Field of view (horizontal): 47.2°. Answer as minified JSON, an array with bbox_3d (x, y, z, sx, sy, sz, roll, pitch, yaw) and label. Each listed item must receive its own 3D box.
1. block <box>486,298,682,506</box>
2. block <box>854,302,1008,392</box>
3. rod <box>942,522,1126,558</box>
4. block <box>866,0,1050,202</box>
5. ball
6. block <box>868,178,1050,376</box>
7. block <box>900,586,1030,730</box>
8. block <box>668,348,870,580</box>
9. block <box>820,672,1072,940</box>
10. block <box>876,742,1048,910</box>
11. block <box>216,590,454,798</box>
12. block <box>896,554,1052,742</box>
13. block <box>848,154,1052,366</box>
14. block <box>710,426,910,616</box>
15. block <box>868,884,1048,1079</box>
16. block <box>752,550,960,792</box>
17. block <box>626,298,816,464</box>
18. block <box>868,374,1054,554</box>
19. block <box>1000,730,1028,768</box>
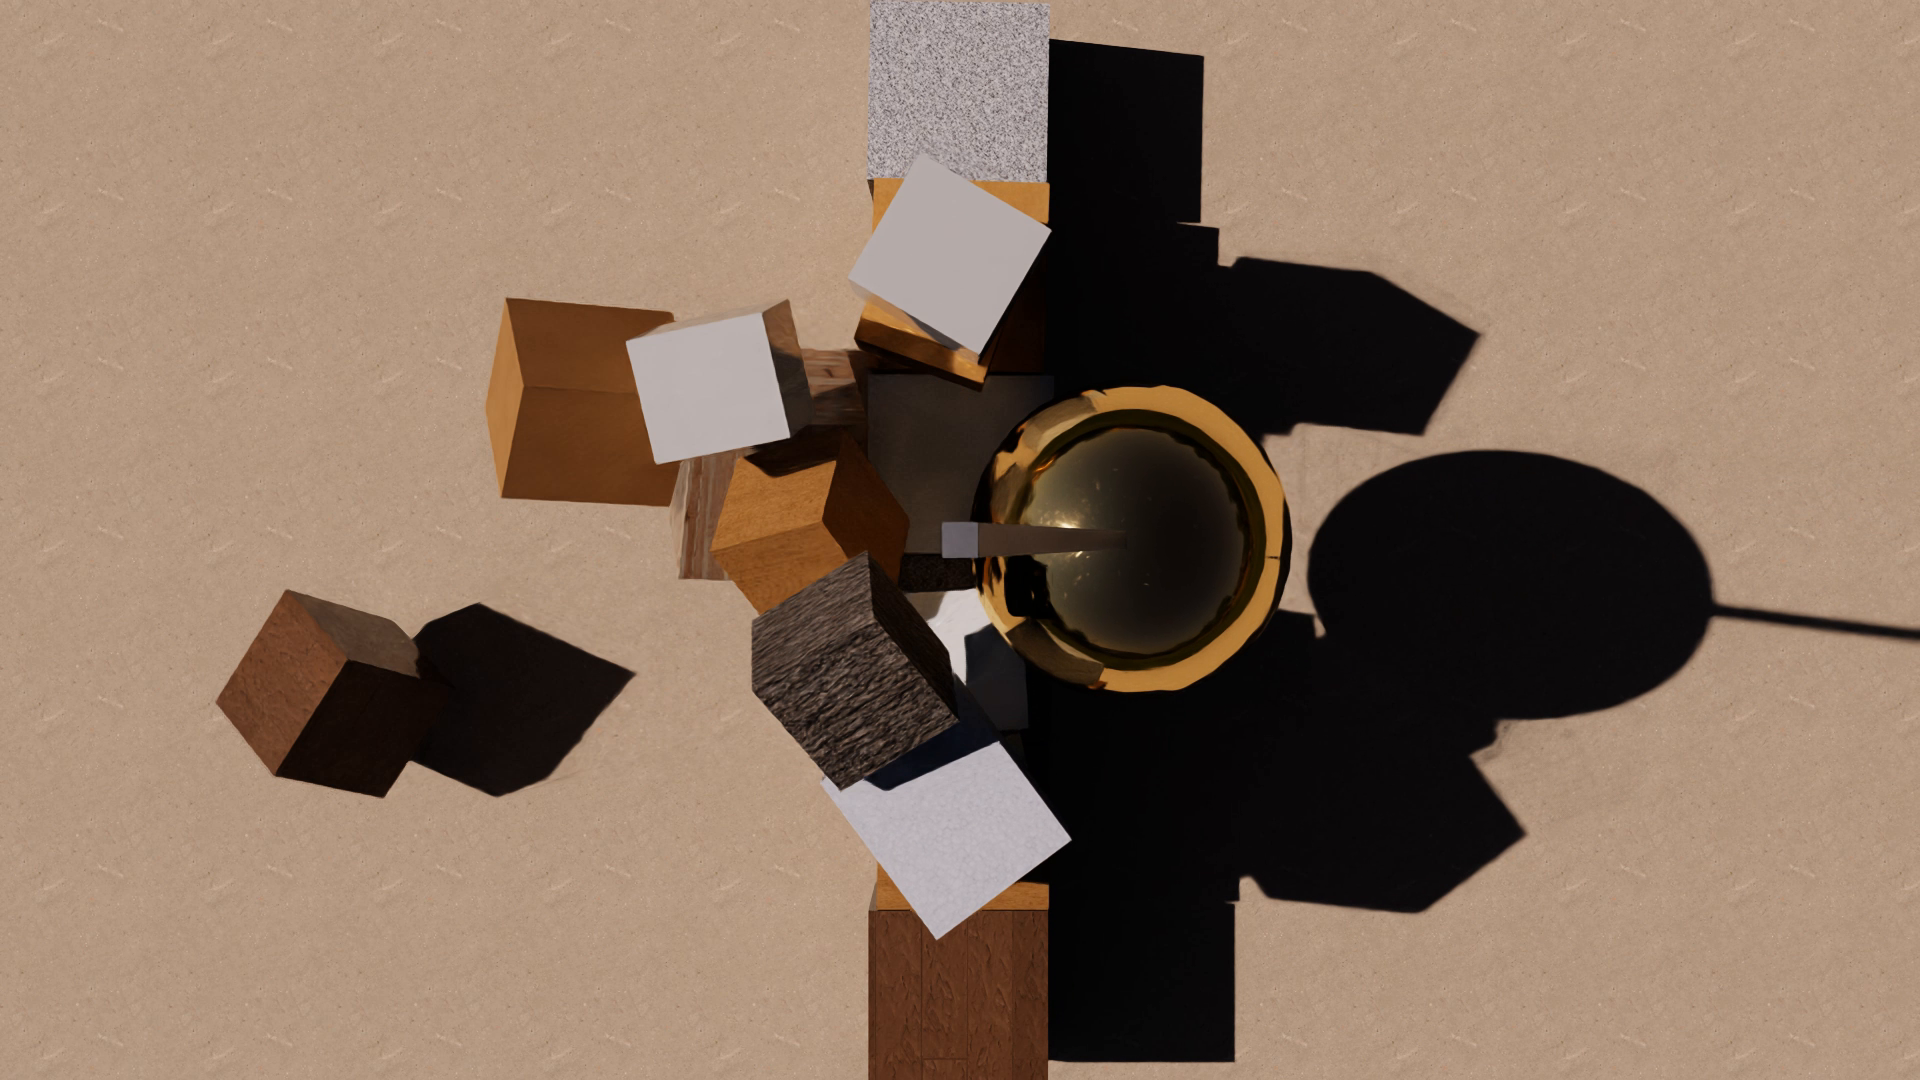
[{"bbox_3d":[-1.991,-0.734,11.784,0.908,0.786,0.735,3,129,-22],"label":"block"},{"bbox_3d":[-0.079,-1.317,11.730,0.708,0.702,0.826,20,90,0],"label":"block"},{"bbox_3d":[0.363,0.000,7.508,0.080,5.200,0.080,0,90,8],"label":"rod"},{"bbox_3d":[-0.009,-2.482,12.583,0.993,0.834,0.993,1,90,0],"label":"block"},{"bbox_3d":[0.837,0.000,10.875,1.600,1.600,1.600,0,90,0],"label":"ball"},{"bbox_3d":[-0.006,-1.455,12.541,0.964,0.919,1.043,2,90,0],"label":"block"},{"bbox_3d":[-0.024,0.633,11.799,0.721,0.740,0.741,-4,90,0],"label":"block"},{"bbox_3d":[-1.095,-0.429,12.276,0.939,0.856,1.006,1,122,-14],"label":"block"},{"bbox_3d":[-0.068,1.295,10.906,0.806,0.789,0.940,-37,90,0],"label":"block"},{"bbox_3d":[0.016,1.568,12.485,0.936,1.030,0.888,0,90,0],"label":"block"},{"bbox_3d":[-3.510,0.872,12.372,0.722,0.798,0.770,39,98,36],"label":"block"},{"bbox_3d":[0.004,0.601,12.584,1.005,0.831,1.029,0,90,0],"label":"block"},{"bbox_3d":[-0.050,-1.390,11.029,0.742,0.701,0.703,30,90,0],"label":"block"},{"bbox_3d":[-0.761,-0.023,11.384,0.657,0.683,0.719,-15,131,24],"label":"block"},{"bbox_3d":[-0.009,2.493,12.495,0.982,1.010,0.942,0,90,0],"label":"block"},{"bbox_3d":[-0.499,0.614,10.361,0.670,0.606,0.706,-32,118,12],"label":"block"},{"bbox_3d":[-1.184,-0.801,11.003,0.691,0.666,0.623,-11,101,9],"label":"block"},{"bbox_3d":[0.006,-0.419,12.560,1.022,0.879,0.982,0,90,0],"label":"block"},{"bbox_3d":[0.014,1.392,11.635,0.749,0.668,0.655,-13,90,0],"label":"block"}]
